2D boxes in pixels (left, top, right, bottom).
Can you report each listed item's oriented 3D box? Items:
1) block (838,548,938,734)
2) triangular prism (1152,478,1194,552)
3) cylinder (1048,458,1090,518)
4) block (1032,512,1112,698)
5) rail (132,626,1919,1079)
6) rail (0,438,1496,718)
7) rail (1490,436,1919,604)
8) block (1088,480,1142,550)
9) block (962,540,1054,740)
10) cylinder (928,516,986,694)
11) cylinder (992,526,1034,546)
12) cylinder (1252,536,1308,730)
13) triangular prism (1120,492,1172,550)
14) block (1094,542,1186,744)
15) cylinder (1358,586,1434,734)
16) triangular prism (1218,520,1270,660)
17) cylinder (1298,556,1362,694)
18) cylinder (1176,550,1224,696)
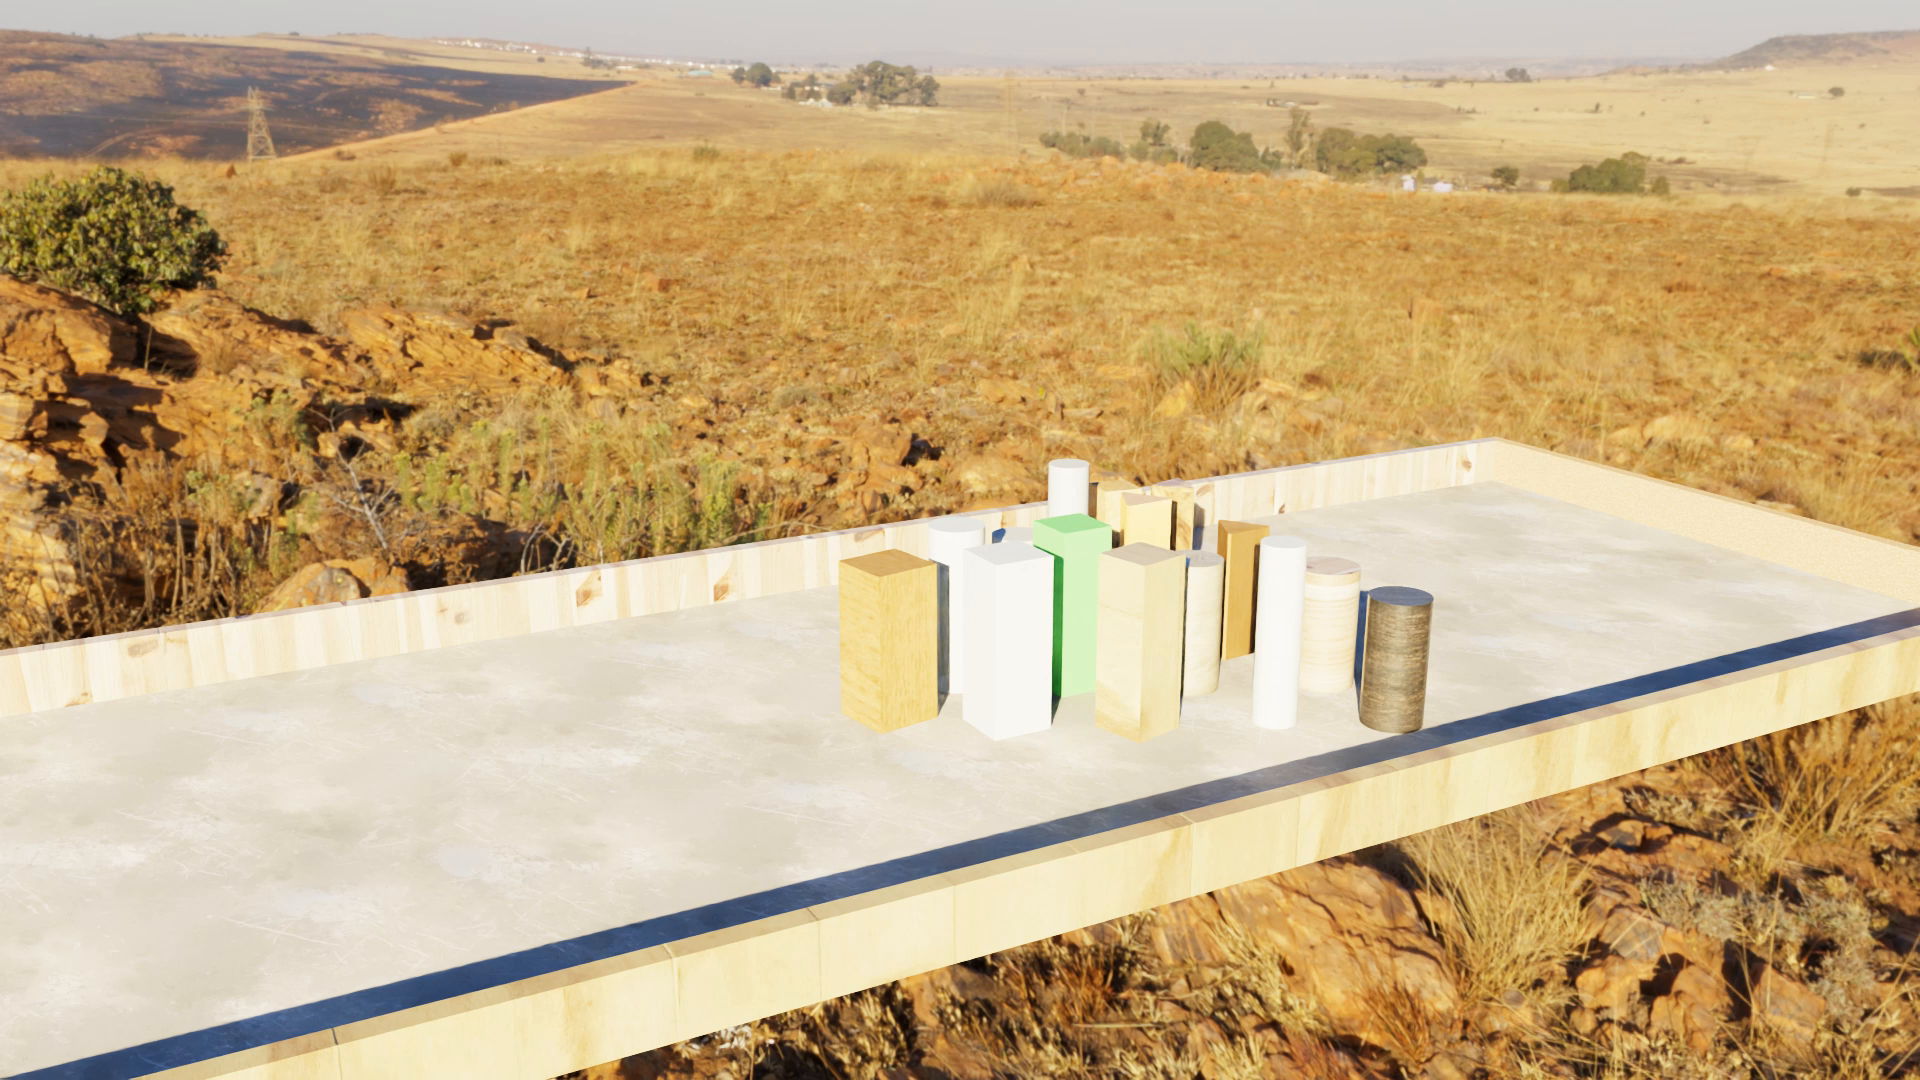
[{"bbox_3d":[-0.169,0.235,3.879,0.163,0.381,0.163,-13,21,-36],"label":"block"},{"bbox_3d":[0.588,0.029,4.562,0.116,0.391,0.100,4,17,15],"label":"triangular prism"},{"bbox_3d":[0.300,-0.002,4.594,0.113,0.433,0.113,0,16,0],"label":"cylinder"},{"bbox_3d":[0.273,0.159,4.071,0.138,0.418,0.138,-9,19,-29],"label":"block"},{"bbox_3d":[-2.336,1.006,1.665,12.000,0.150,0.050,-9,18,-27],"label":"rail"},{"bbox_3d":[-3.305,0.497,3.399,12.000,0.150,0.050,-9,18,-27],"label":"rail"},{"bbox_3d":[2.466,-0.048,5.253,0.050,0.150,2.100,-9,18,-27],"label":"rail"},{"bbox_3d":[0.451,-0.009,4.831,0.114,0.312,0.114,-6,17,-20],"label":"block"},{"bbox_3d":[0.109,0.230,3.823,0.151,0.422,0.151,-9,19,-28],"label":"block"},{"bbox_3d":[-0.008,0.160,4.077,0.142,0.413,0.142,0,16,0],"label":"cylinder"},{"bbox_3d":[0.153,0.130,4.372,0.140,0.304,0.140,0,16,0],"label":"cylinder"},{"bbox_3d":[0.743,0.216,3.840,0.107,0.440,0.107,0,16,0],"label":"cylinder"},{"bbox_3d":[0.458,0.083,4.349,0.140,0.407,0.121,-10,19,-30],"label":"triangular prism"},{"bbox_3d":[0.414,0.234,3.805,0.138,0.424,0.138,-14,22,-40],"label":"block"},{"bbox_3d":[1.018,0.279,3.853,0.148,0.312,0.148,0,16,0],"label":"cylinder"},{"bbox_3d":[0.712,0.124,4.327,0.136,0.341,0.118,-10,19,-31],"label":"triangular prism"},{"bbox_3d":[0.906,0.210,4.100,0.159,0.306,0.159,0,16,0],"label":"cylinder"},{"bbox_3d":[0.570,0.204,4.073,0.148,0.331,0.148,0,16,0],"label":"cylinder"}]
